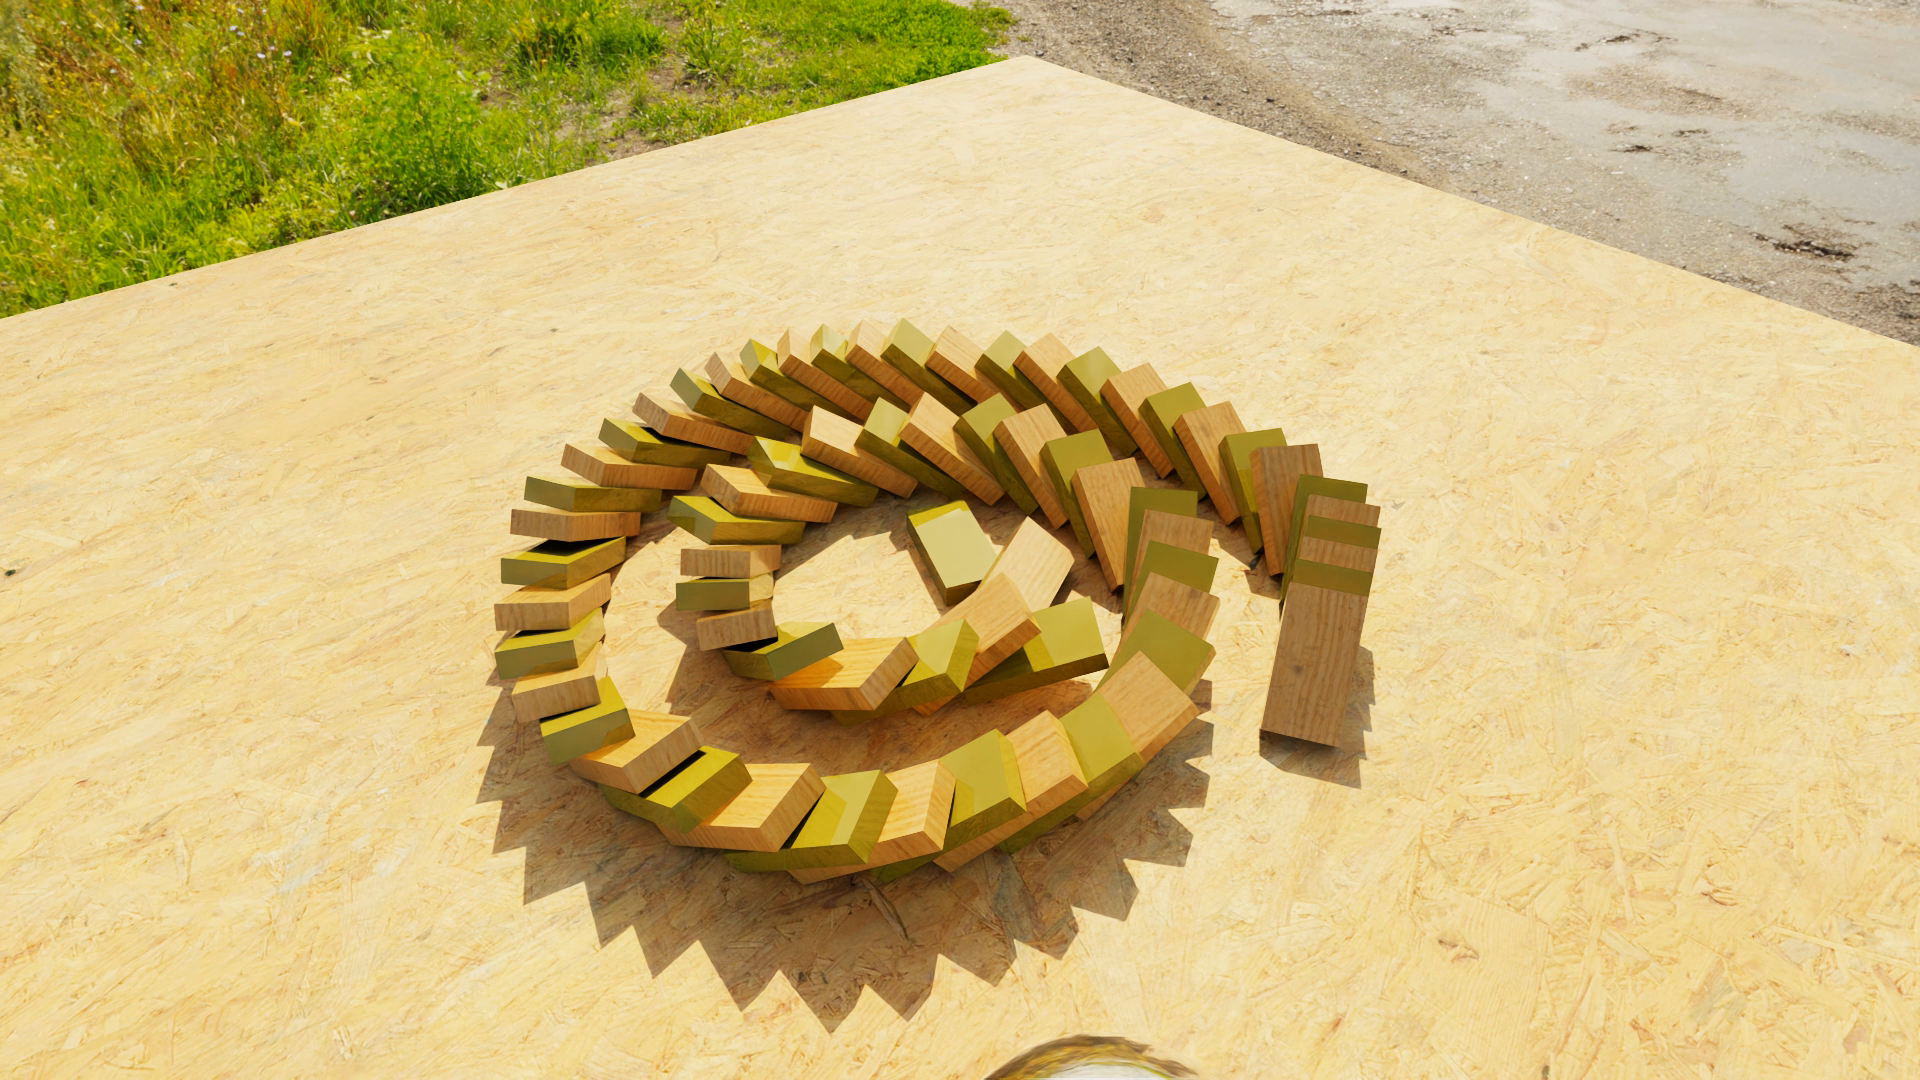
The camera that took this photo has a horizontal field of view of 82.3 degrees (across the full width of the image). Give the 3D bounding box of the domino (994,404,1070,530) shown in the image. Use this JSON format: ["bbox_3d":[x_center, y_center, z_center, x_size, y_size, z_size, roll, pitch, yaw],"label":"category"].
[{"bbox_3d":[0.038,-0.031,0.460,0.025,0.010,0.050,-24,76,-33],"label":"domino"}]

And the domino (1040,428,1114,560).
[{"bbox_3d":[0.054,-0.019,0.448,0.025,0.010,0.050,-16,72,-21],"label":"domino"}]

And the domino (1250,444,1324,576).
[{"bbox_3d":[0.132,-0.012,0.434,0.025,0.009,0.050,-5,79,-8],"label":"domino"}]

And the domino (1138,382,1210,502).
[{"bbox_3d":[0.102,-0.043,0.478,0.025,0.010,0.050,-21,72,-24],"label":"domino"}]

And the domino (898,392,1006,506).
[{"bbox_3d":[-0.001,-0.039,0.469,0.050,0.009,0.025,36,38,-12],"label":"domino"}]

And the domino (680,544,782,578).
[{"bbox_3d":[-0.085,0.007,0.413,0.025,0.009,0.050,2,3,3],"label":"domino"}]

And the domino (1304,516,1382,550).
[{"bbox_3d":[0.133,0.018,0.395,0.025,0.050,0.010,12,-2,14],"label":"domino"}]

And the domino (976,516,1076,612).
[{"bbox_3d":[0.024,0.016,0.415,0.025,0.009,0.050,39,45,-4],"label":"domino"}]

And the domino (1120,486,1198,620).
[{"bbox_3d":[0.075,0.006,0.414,0.025,0.009,0.050,5,76,6],"label":"domino"}]

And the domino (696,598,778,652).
[{"bbox_3d":[-0.078,0.029,0.385,0.025,0.010,0.050,-10,3,-10],"label":"domino"}]

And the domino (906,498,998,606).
[{"bbox_3d":[-0.002,0.004,0.438,0.025,0.009,0.050,-13,41,-15],"label":"domino"}]

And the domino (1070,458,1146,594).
[{"bbox_3d":[0.064,-0.006,0.433,0.025,0.010,0.050,-12,70,-14],"label":"domino"}]

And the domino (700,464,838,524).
[{"bbox_3d":[-0.077,-0.019,0.446,0.050,0.010,0.025,5,24,-48],"label":"domino"}]

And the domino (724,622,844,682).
[{"bbox_3d":[-0.061,0.037,0.375,0.025,0.010,0.050,-24,8,-27],"label":"domino"}]

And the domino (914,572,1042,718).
[{"bbox_3d":[0.002,0.036,0.379,0.050,0.009,0.025,-38,42,10],"label":"domino"}]

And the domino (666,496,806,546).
[{"bbox_3d":[-0.087,-0.008,0.433,0.025,0.010,0.050,28,15,29],"label":"domino"}]

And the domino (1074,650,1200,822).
[{"bbox_3d":[0.048,0.062,0.347,0.050,0.010,0.025,-43,53,0],"label":"domino"}]

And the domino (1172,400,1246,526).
[{"bbox_3d":[0.113,-0.033,0.465,0.025,0.009,0.050,-17,72,-21],"label":"domino"}]

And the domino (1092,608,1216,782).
[{"bbox_3d":[0.059,0.050,0.360,0.025,0.009,0.050,31,82,29],"label":"domino"}]

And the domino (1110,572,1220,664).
[{"bbox_3d":[0.067,0.039,0.374,0.025,0.009,0.050,21,78,21],"label":"domino"}]

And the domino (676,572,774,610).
[{"bbox_3d":[-0.084,0.018,0.399,0.025,0.009,0.050,-1,3,0],"label":"domino"}]

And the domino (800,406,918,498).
[{"bbox_3d":[-0.042,-0.038,0.470,0.050,0.009,0.025,23,33,-19],"label":"domino"}]

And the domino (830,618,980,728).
[{"bbox_3d":[-0.019,0.045,0.368,0.050,0.010,0.025,-21,30,31],"label":"domino"}]

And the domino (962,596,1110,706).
[{"bbox_3d":[0.024,0.039,0.383,0.050,0.010,0.025,-16,47,7],"label":"domino"}]

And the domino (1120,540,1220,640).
[{"bbox_3d":[0.072,0.028,0.388,0.025,0.010,0.050,15,77,15],"label":"domino"}]

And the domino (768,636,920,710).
[{"bbox_3d":[-0.039,0.045,0.368,0.050,0.009,0.025,-8,30,46],"label":"domino"}]

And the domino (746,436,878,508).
[{"bbox_3d":[-0.061,-0.028,0.459,0.050,0.009,0.025,11,28,-39],"label":"domino"}]

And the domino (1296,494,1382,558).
[{"bbox_3d":[0.136,0.010,0.404,0.025,0.050,0.009,11,-2,14],"label":"domino"}]

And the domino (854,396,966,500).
[{"bbox_3d":[-0.018,-0.039,0.473,0.050,0.010,0.025,30,40,-10],"label":"domino"}]

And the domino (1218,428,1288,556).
[{"bbox_3d":[0.126,-0.020,0.450,0.025,0.010,0.050,-9,69,-10],"label":"domino"}]

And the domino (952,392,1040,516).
[{"bbox_3d":[0.023,-0.037,0.468,0.025,0.010,0.050,-35,83,-37],"label":"domino"}]

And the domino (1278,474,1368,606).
[{"bbox_3d":[0.138,0.002,0.419,0.025,0.009,0.050,10,77,12],"label":"domino"}]

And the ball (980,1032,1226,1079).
[{"bbox_3d":[0.030,0.140,0.216,0.080,0.080,0.080,0,39,0],"label":"ball"}]

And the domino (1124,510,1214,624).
[{"bbox_3d":[0.076,0.016,0.402,0.025,0.009,0.050,11,76,9],"label":"domino"}]
